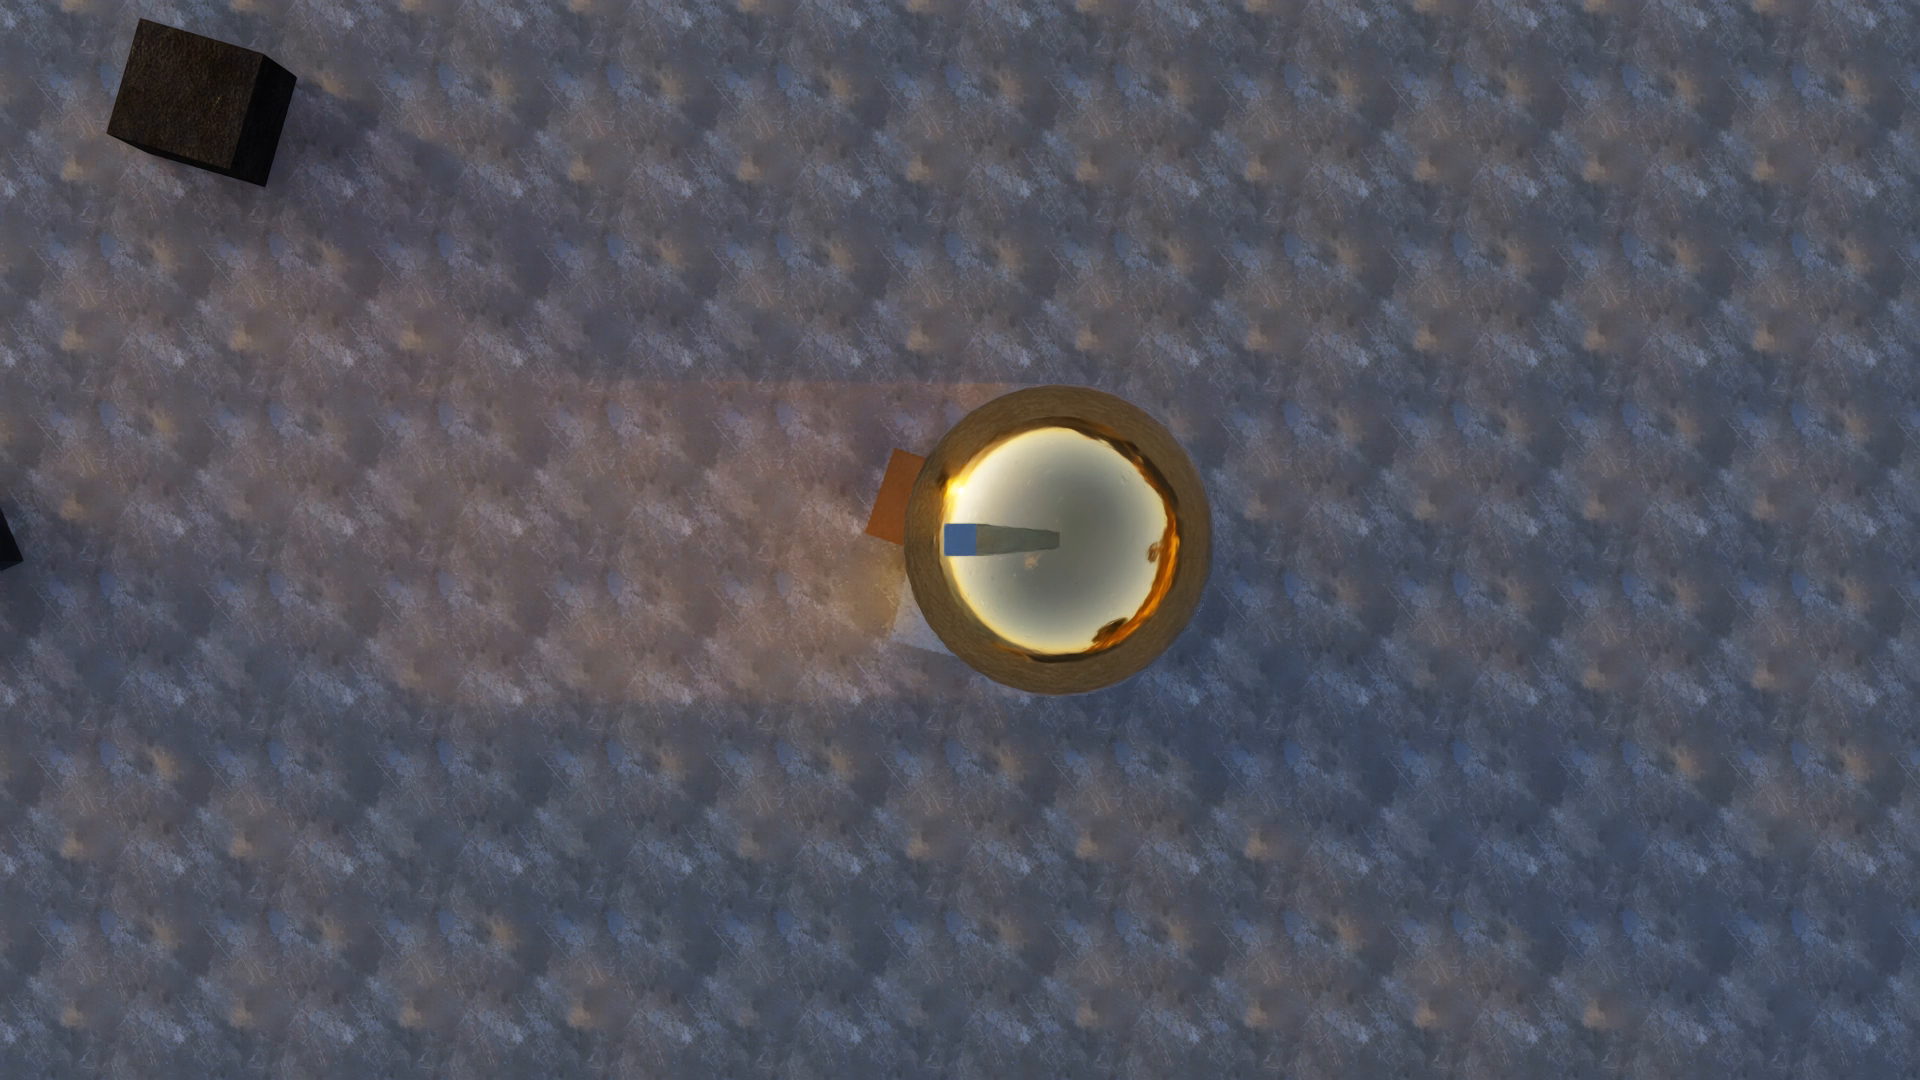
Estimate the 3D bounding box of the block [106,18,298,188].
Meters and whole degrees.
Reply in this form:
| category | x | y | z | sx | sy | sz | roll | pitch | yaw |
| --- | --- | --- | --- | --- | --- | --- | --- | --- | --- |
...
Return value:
| category | x | y | z | sx | sy | sz | roll | pitch | yaw |
| --- | --- | --- | --- | --- | --- | --- | --- | --- | --- |
| block | -4.360 | -2.511 | 12.685 | 0.724 | 0.631 | 0.678 | 16 | 90 | 0 |

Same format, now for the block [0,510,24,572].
| category | x | y | z | sx | sy | sz | roll | pitch | yaw |
| --- | --- | --- | --- | --- | --- | --- | --- | --- | --- |
| block | -5.808 | 0.001 | 12.771 | 0.403 | 0.458 | 0.447 | -24 | 90 | 0 |

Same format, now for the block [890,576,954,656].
| category | x | y | z | sx | sy | sz | roll | pitch | yaw |
| --- | --- | --- | --- | --- | --- | --- | --- | --- | --- |
| block | -0.089 | 0.399 | 12.724 | 0.515 | 0.552 | 0.476 | 14 | 90 | 0 |

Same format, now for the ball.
| category | x | y | z | sx | sy | sz | roll | pitch | yaw |
| --- | --- | --- | --- | --- | --- | --- | --- | --- | --- |
| ball | 0.505 | 0.000 | 11.325 | 1.600 | 1.600 | 1.600 | 0 | 90 | 0 |

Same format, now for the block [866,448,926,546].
| category | x | y | z | sx | sy | sz | roll | pitch | yaw |
| --- | --- | --- | --- | --- | --- | --- | --- | --- | --- |
| block | -0.194 | -0.192 | 12.711 | 0.549 | 0.578 | 0.510 | 19 | 90 | 0 |

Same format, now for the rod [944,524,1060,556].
| category | x | y | z | sx | sy | sz | roll | pitch | yaw |
| --- | --- | --- | --- | --- | --- | --- | --- | --- | --- |
| rod | 0.219 | 0.000 | 7.937 | 0.080 | 5.200 | 0.080 | 0 | 90 | 5 |
